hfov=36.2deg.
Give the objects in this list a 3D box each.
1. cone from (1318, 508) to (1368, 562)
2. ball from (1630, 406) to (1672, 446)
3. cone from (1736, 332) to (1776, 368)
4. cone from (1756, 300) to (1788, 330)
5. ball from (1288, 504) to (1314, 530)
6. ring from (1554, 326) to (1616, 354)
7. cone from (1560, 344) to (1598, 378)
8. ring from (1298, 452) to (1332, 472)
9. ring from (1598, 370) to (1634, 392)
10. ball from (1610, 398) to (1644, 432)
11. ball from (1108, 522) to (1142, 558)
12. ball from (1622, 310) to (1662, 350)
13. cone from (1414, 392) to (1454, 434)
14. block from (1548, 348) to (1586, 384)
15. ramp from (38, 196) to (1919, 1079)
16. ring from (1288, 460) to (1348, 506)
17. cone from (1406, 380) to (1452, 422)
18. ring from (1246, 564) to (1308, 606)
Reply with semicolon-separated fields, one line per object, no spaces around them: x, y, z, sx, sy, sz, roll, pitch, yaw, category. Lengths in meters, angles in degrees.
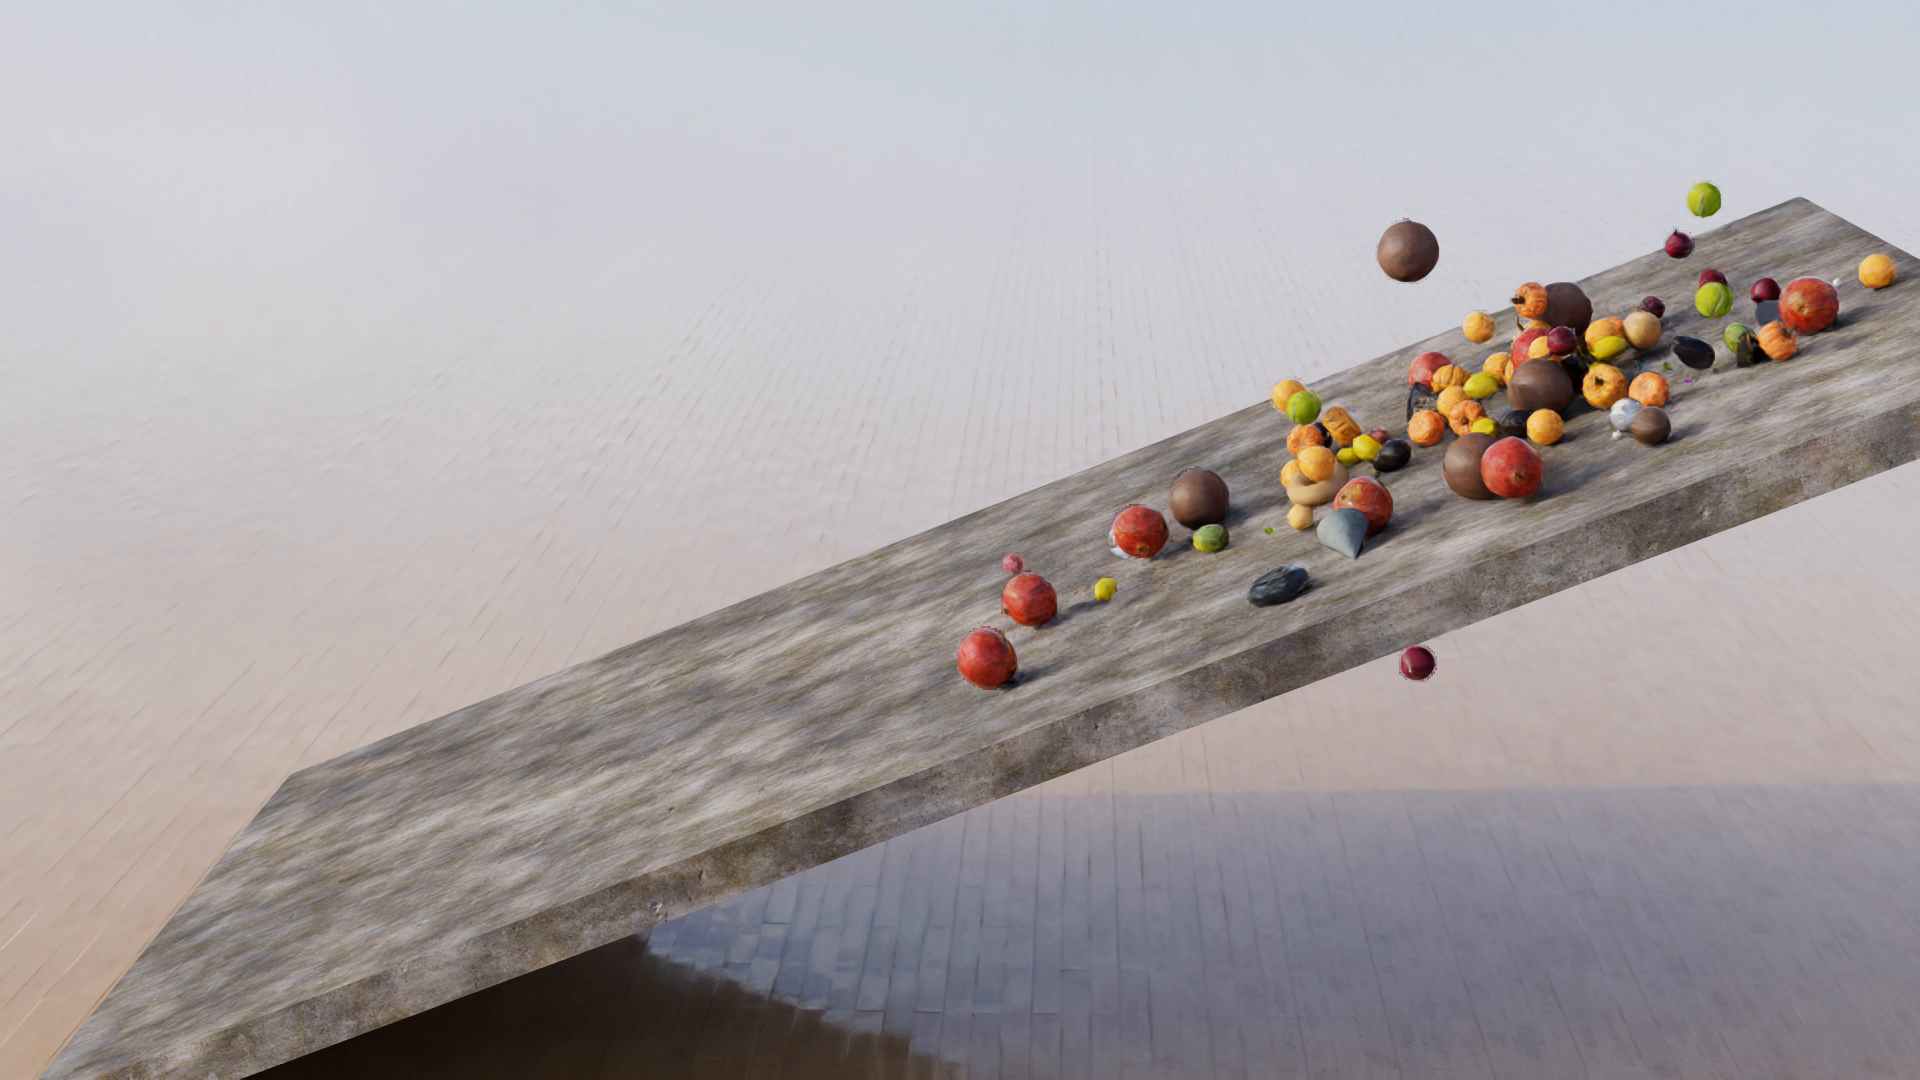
0.735;0.009;5.556;0.100;0.100;0.100;-2;39;-8;cone
1.281;-0.211;5.458;0.075;0.075;0.075;0;14;0;ball
1.561;-0.367;5.736;0.071;0.071;0.071;4;14;-5;cone
1.630;-0.443;5.948;0.067;0.067;0.067;-1;-18;-4;cone
0.681;-0.046;5.880;0.051;0.051;0.051;0;14;0;ball
1.350;-0.432;6.353;0.130;0.043;0.130;-10;14;2;ring
1.278;-0.358;6.130;0.072;0.072;0.072;-39;-1;22;cone
0.760;-0.163;6.297;0.080;0.027;0.080;-28;9;5;ring
1.331;-0.321;5.969;0.077;0.026;0.077;-22;11;4;ring
1.274;-0.239;5.612;0.067;0.067;0.067;0;14;0;ball
0.348;0.000;6.219;0.075;0.075;0.075;0;14;0;ball
1.416;-0.435;6.106;0.081;0.081;0.081;0;14;0;ball
1.025;-0.267;6.247;0.090;0.090;0.090;12;4;39;cone
1.282;-0.367;6.185;0.055;0.055;0.055;-31;15;-36;block
0.124;0.173;6.290;4.000;0.100;2.000;-21;12;7;ramp
0.736;-0.116;6.053;0.134;0.045;0.134;-22;26;11;ring
1.022;-0.289;6.344;0.092;0.092;0.092;15;19;22;cone
0.592;0.085;5.486;0.123;0.041;0.123;-26;10;5;ring
